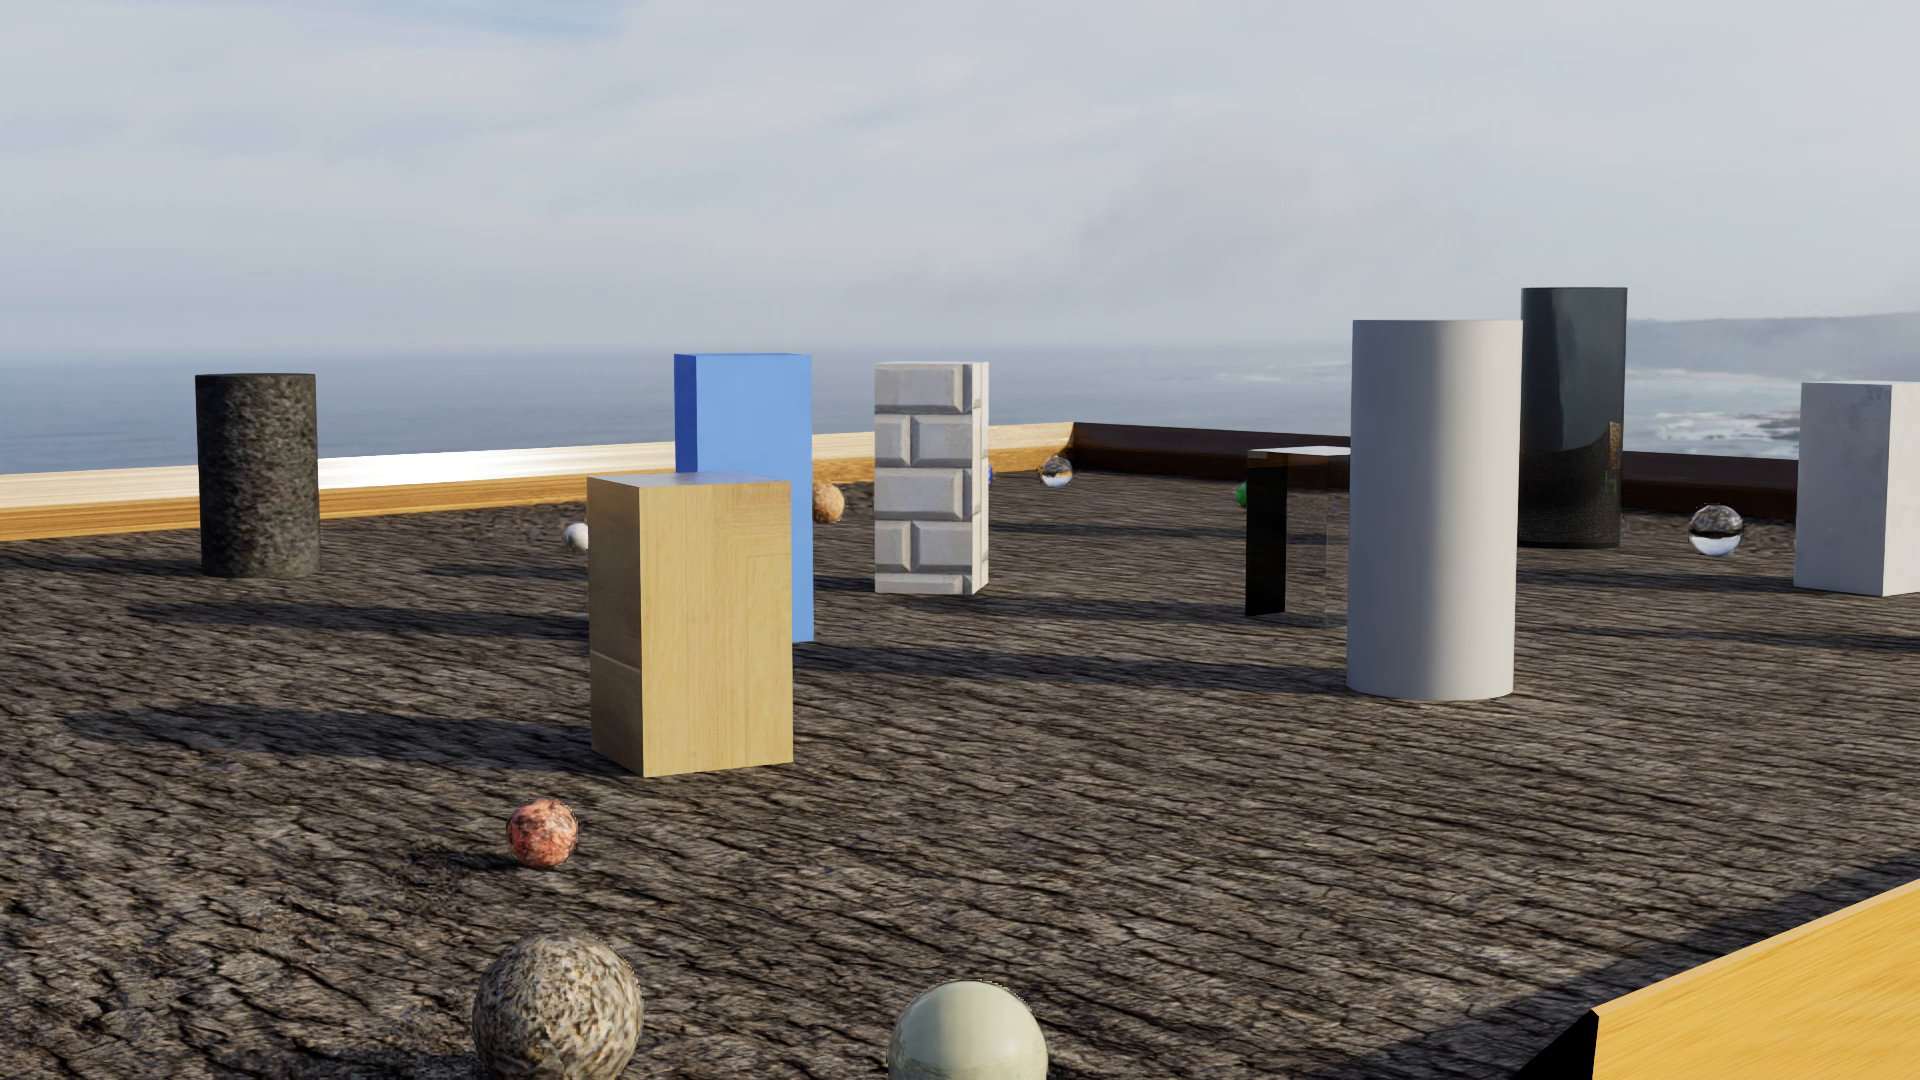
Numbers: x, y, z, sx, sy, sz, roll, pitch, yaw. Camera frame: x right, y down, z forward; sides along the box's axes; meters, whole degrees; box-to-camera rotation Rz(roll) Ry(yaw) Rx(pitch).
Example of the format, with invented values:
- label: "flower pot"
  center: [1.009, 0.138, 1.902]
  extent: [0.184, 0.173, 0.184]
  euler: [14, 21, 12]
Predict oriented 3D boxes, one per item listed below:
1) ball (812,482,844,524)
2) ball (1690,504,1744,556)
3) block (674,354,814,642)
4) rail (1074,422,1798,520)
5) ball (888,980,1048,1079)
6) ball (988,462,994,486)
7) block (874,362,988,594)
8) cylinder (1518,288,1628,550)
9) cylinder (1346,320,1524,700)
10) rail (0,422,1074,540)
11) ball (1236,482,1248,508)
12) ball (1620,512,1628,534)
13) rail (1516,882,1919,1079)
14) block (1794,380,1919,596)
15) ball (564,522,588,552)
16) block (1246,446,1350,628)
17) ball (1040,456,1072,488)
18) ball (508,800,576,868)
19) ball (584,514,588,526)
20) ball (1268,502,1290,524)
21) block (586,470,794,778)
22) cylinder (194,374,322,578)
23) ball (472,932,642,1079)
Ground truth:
- label: "ball"
  center: [-0.284, -0.076, 4.574]
  extent: [0.086, 0.086, 0.086]
  euler: [0, 6, 0]
- label: "ball"
  center: [1.365, -0.017, 3.968]
  extent: [0.095, 0.095, 0.095]
  euler: [0, 6, 0]
- label: "block"
  center: [-0.295, -0.060, 2.991]
  extent: [0.155, 0.384, 0.155]
  euler: [-2, 6, -18]
- label: "rail"
  center: [1.602, -0.121, 4.802]
  extent: [0.045, 0.126, 3.832]
  euler: [-5, 8, -42]
- label: "ball"
  center: [0.004, 0.280, 1.178]
  extent: [0.086, 0.086, 0.086]
  euler: [0, 6, 0]
- label: "ball"
  center: [0.032, -0.158, 5.298]
  extent: [0.097, 0.097, 0.097]
  euler: [0, 6, 0]
- label: "block"
  center: [-0.044, -0.103, 3.513]
  extent: [0.155, 0.360, 0.155]
  euler: [1, 6, 10]
- label: "cylinder"
  center: [1.155, -0.234, 4.161]
  extent: [0.194, 0.485, 0.194]
  euler: [0, 6, 0]
- label: "cylinder"
  center: [0.556, -0.042, 2.584]
  extent: [0.194, 0.432, 0.194]
  euler: [0, 6, 0]
- label: "rail"
  center: [-1.283, -0.112, 4.715]
  extent: [4.408, 0.126, 0.045]
  euler: [-5, 8, -42]
- label: "ball"
  center: [0.649, -0.100, 4.914]
  extent: [0.062, 0.062, 0.062]
  euler: [0, 6, 0]
- label: "ball"
  center: [1.281, -0.031, 4.312]
  extent: [0.051, 0.051, 0.051]
  euler: [0, 6, 0]
- label: "rail"
  center: [1.283, 0.178, 1.949]
  extent: [4.408, 0.126, 0.045]
  euler: [-5, 8, -42]
- label: "block"
  center: [1.452, -0.087, 3.510]
  extent: [0.155, 0.329, 0.155]
  euler: [-4, 7, -36]
- label: "ball"
  center: [-0.702, -0.005, 4.050]
  extent: [0.053, 0.053, 0.053]
  euler: [0, 6, 0]
- label: "block"
  center: [0.523, -0.008, 3.168]
  extent: [0.155, 0.243, 0.155]
  euler: [-5, 8, -38]
- label: "ball"
  center: [0.242, -0.170, 5.494]
  extent: [0.080, 0.080, 0.080]
  euler: [0, 6, 0]
- label: "ball"
  center: [-0.334, 0.235, 1.758]
  extent: [0.054, 0.054, 0.054]
  euler: [0, 6, 0]
- label: "ball"
  center: [-0.705, -0.033, 4.296]
  extent: [0.058, 0.058, 0.058]
  euler: [0, 6, 0]
- label: "ball"
  center: [0.664, -0.057, 4.577]
  extent: [0.047, 0.047, 0.047]
  euler: [0, 6, 0]
- label: "block"
  center: [-0.270, 0.077, 2.188]
  extent: [0.155, 0.278, 0.155]
  euler: [-3, 7, -28]
- label: "cylinder"
  center: [-1.189, -0.113, 3.729]
  extent: [0.194, 0.334, 0.194]
  euler: [0, 6, 0]
- label: "ball"
  center: [-0.227, 0.269, 1.241]
  extent: [0.095, 0.095, 0.095]
  euler: [0, 6, 0]
